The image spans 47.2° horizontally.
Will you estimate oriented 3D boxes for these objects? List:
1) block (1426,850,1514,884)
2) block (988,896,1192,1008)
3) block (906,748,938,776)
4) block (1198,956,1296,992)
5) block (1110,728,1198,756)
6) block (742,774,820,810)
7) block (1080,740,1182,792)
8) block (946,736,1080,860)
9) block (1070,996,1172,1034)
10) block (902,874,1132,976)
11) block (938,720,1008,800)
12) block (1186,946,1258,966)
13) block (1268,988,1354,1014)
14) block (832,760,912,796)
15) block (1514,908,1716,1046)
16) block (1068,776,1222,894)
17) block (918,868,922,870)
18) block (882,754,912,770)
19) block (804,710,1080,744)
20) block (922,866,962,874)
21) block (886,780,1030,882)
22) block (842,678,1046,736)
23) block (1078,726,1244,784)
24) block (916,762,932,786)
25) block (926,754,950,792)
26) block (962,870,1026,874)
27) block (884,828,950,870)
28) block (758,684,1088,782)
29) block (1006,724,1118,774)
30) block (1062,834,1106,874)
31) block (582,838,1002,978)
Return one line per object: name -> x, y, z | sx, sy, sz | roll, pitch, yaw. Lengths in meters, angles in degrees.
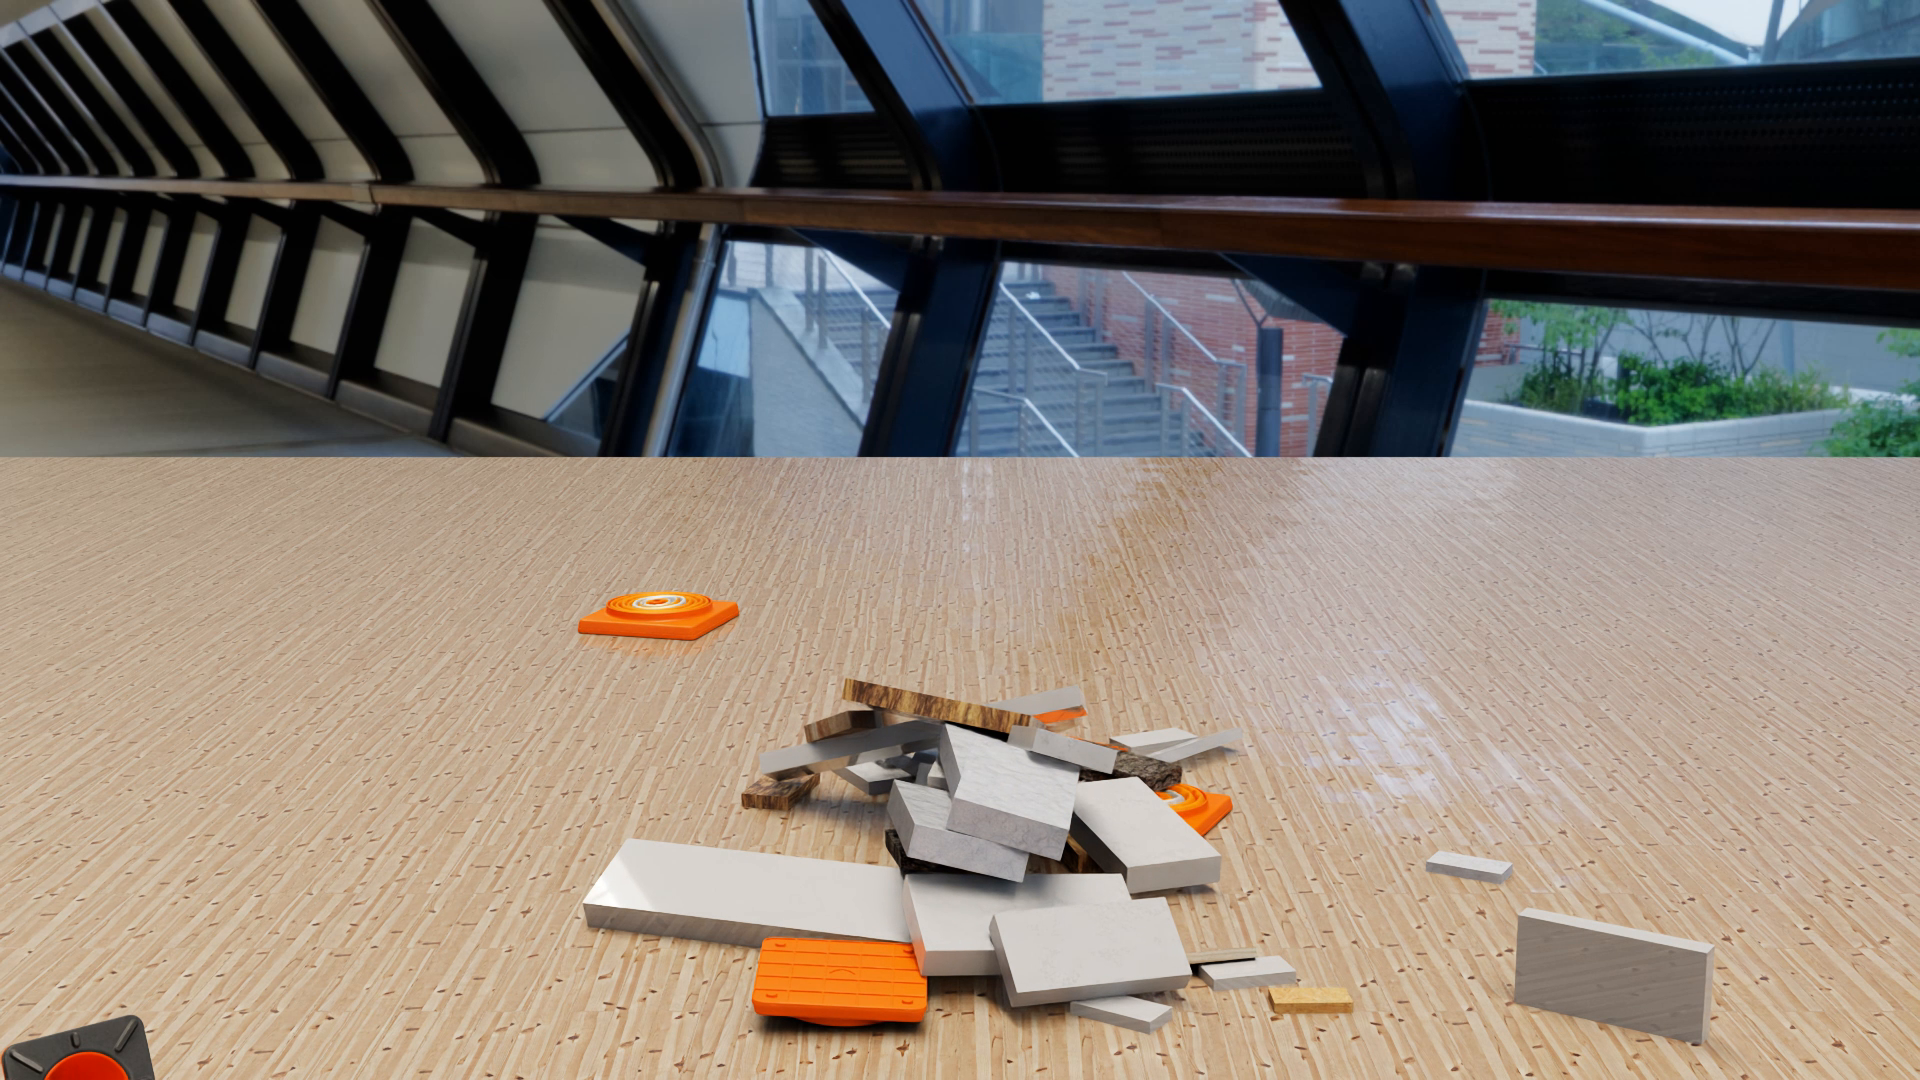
block -> 0.874, 0.562, 3.771 | 0.131, 0.019, 0.066 | 6, 12, 30
block -> 0.190, 0.599, 3.208 | 0.270, 0.038, 0.135 | -2, 47, -18
block -> -0.053, 0.440, 4.310 | 0.083, 0.023, 0.166 | 31, 13, 2
block -> 0.430, 0.649, 3.298 | 0.131, 0.019, 0.066 | -3, 11, -15
block -> 0.400, 0.418, 4.532 | 0.166, 0.023, 0.083 | -6, 12, -28
block -> -0.342, 0.475, 4.214 | 0.093, 0.026, 0.185 | 3, 11, 15
block -> 0.291, 0.429, 4.160 | 0.231, 0.033, 0.116 | 12, 14, 39
block -> 0.088, 0.401, 3.451 | 0.178, 0.050, 0.356 | 16, 11, 3
block -> 0.231, 0.676, 3.157 | 0.131, 0.019, 0.066 | 7, 13, 33
block -> 0.096, 0.575, 3.298 | 0.342, 0.048, 0.171 | 2, 31, -14
block -> 0.067, 0.397, 3.749 | 0.178, 0.050, 0.356 | 14, 9, -7
block -> 0.387, 0.632, 3.335 | 0.113, 0.016, 0.057 | -3, -14, -15
block -> 0.509, 0.669, 3.197 | 0.113, 0.016, 0.057 | 0, 11, -2
block -> -0.175, 0.457, 4.312 | 0.093, 0.026, 0.185 | -5, 12, -26
block -> 0.931, 0.620, 3.138 | 0.270, 0.135, 0.038 | 7, 13, 34
block -> 0.296, 0.503, 3.782 | 0.171, 0.048, 0.342 | -4, 18, -19
block -> -0.021, 0.519, 3.746 | 0.138, 0.039, 0.276 | 4, 24, -1
block -> -0.147, 0.423, 4.394 | 0.093, 0.026, 0.185 | 24, -2, -28
block -> -0.022, 0.364, 4.308 | 0.116, 0.033, 0.689 | -22, -17, 37
block -> 0.001, 0.564, 3.572 | 0.098, 0.028, 0.196 | -2, 28, -12
block -> -0.009, 0.458, 3.503 | 0.178, 0.050, 0.448 | 14, 1, -6
block -> -0.028, 0.310, 3.966 | 0.348, 0.038, 0.135 | 10, -9, 16
block -> 0.364, 0.441, 4.331 | 0.083, 0.023, 0.554 | -19, -5, 43
block -> -0.020, 0.487, 3.919 | 0.138, 0.039, 0.276 | 6, 23, 3
block -> 0.026, 0.415, 3.944 | 0.138, 0.039, 0.276 | 6, 9, 6
block -> 0.057, 0.559, 3.529 | 0.098, 0.028, 0.196 | 2, 28, -4
block -> -0.060, 0.498, 3.564 | 0.098, 0.028, 0.196 | -2, 3, -9
block -> -0.066, 0.364, 4.119 | 0.608, 0.039, 0.137 | -13, -14, 6
block -> 0.168, 0.351, 3.698 | 0.137, 0.039, 0.274 | 17, -6, -6
block -> 0.224, 0.513, 3.894 | 0.137, 0.039, 0.274 | -3, 18, -18
block -> -0.244, 0.575, 3.468 | 0.690, 0.048, 0.171 | 3, 30, 18
